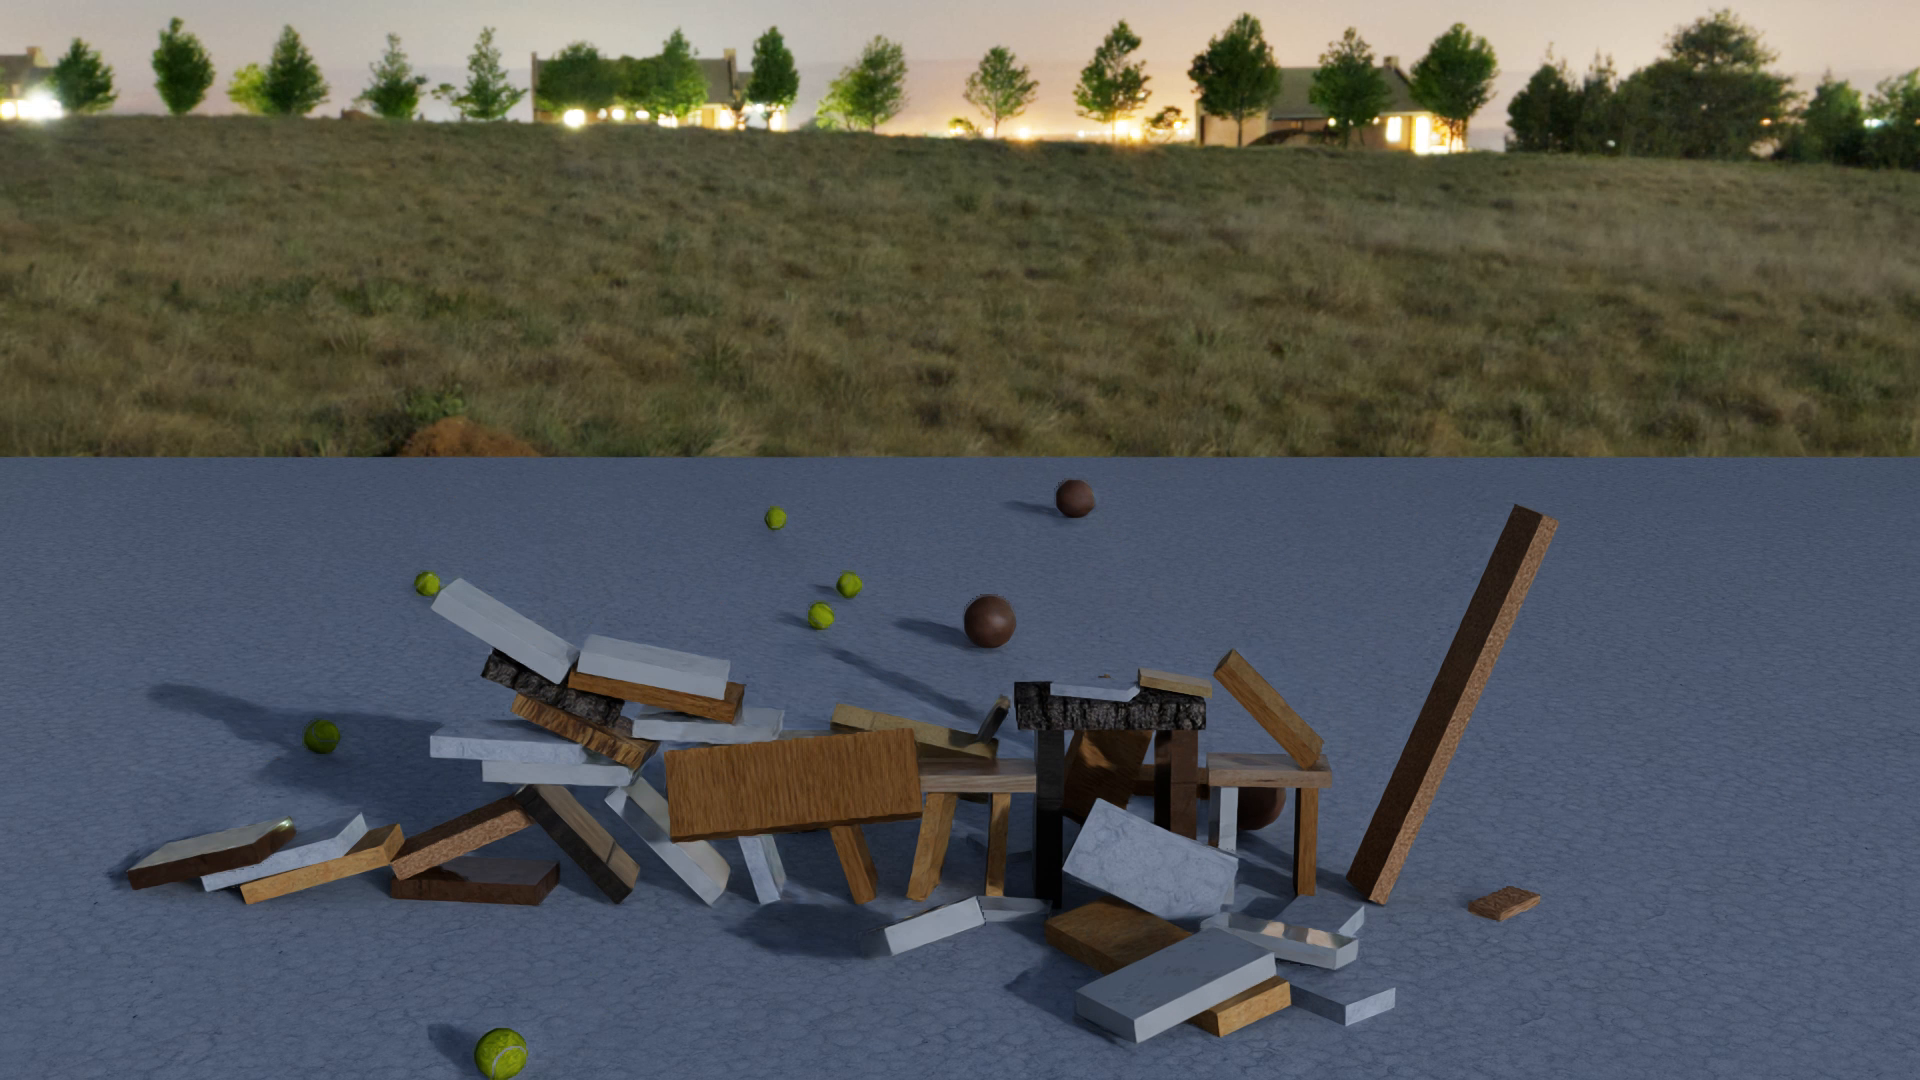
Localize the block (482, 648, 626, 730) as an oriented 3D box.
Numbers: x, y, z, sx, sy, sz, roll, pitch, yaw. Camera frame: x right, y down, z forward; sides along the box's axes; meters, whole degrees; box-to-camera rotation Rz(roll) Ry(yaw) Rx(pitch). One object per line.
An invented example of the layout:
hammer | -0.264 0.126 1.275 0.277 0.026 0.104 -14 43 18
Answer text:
block | -0.665 0.238 3.620 0.229 0.033 0.115 23 11 -7

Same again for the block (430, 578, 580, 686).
block | -0.741 0.149 3.609 0.240 0.034 0.120 31 9 -3

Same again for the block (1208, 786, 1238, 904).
block | 0.435 0.493 3.647 0.028 0.199 0.099 0 10 -3

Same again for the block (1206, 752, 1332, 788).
block | 0.509 0.380 3.632 0.199 0.028 0.099 1 11 3

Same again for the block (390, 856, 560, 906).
block | -0.810 0.569 3.685 0.248 0.035 0.124 1 11 8

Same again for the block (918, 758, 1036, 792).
block | 0.024 0.385 3.600 0.199 0.028 0.099 0 11 0

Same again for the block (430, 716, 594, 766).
block | -0.733 0.331 3.630 0.248 0.035 0.124 3 11 6

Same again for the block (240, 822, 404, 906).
block | -1.061 0.539 3.668 0.245 0.035 0.122 -16 11 1

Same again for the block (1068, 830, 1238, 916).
block | 0.306 0.520 3.497 0.242 0.121 0.034 20 4 -4

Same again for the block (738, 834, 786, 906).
block | -0.346 0.474 3.650 0.033 0.235 0.117 -17 10 3

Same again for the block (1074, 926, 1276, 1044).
block | 0.309 0.632 3.140 0.263 0.037 0.131 -18 18 -32

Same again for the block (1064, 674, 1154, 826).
block | 0.262 0.391 3.968 0.131 0.263 0.037 32 -26 -20

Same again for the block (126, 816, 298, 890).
block | -1.243 0.521 3.657 0.245 0.035 0.122 -13 11 15

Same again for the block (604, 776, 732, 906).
block | -0.483 0.489 3.654 0.035 0.246 0.123 -42 8 7

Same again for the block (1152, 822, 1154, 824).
block | 0.339 0.532 3.935 0.063 0.018 0.126 1 11 4

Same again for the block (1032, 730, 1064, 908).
block | 0.146 0.441 3.644 0.043 0.302 0.151 0 11 0

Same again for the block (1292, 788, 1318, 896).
block | 0.573 0.492 3.649 0.028 0.199 0.099 1 11 4

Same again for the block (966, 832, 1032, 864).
block | 0.068 0.542 3.877 0.063 0.018 0.126 -5 12 -26

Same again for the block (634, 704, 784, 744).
block | -0.414 0.303 3.630 0.229 0.033 0.115 3 11 3

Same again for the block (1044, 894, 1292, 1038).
block | 0.303 0.630 3.292 0.131 0.037 0.432 -17 17 -29

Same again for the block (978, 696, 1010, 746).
block | 0.057 0.298 3.655 0.019 0.066 0.131 33 5 0

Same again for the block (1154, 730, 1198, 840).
block | 0.356 0.440 3.646 0.043 0.302 0.151 -1 11 -5

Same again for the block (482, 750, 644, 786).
block | -0.652 0.369 3.631 0.246 0.035 0.123 2 11 0

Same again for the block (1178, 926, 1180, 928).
block | 0.346 0.631 3.394 0.063 0.018 0.133 -6 12 -22

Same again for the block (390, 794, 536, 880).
block | -0.818 0.487 3.675 0.248 0.035 0.124 -23 10 2

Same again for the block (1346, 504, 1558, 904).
block | 0.809 0.270 3.628 0.030 0.688 0.107 22 6 -14

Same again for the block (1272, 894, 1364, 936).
block | 0.550 0.613 3.461 0.108 0.031 0.216 6 12 27

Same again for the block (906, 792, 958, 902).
block | -0.042 0.491 3.652 0.028 0.199 0.099 15 14 14

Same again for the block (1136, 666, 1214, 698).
block | 0.352 0.234 3.606 0.119 0.017 0.059 10 10 -2

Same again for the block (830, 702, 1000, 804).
block | -0.081 0.363 3.725 0.280 0.140 0.040 13 50 4

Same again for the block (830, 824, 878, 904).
block | -0.191 0.475 3.650 0.033 0.235 0.117 -18 10 3

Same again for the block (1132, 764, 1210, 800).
block | 0.415 0.467 4.249 0.214 0.030 0.107 2 11 11

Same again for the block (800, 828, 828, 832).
block | -0.290 0.490 4.116 0.121 0.034 0.242 -6 12 -28

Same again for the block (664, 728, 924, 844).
block | -0.265 0.390 3.504 0.398 0.140 0.040 -5 -22 -7

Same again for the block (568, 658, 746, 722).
block | -0.499 0.241 3.635 0.274 0.034 0.120 12 11 0

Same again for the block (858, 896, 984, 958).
block | -0.062 0.577 3.266 0.140 0.040 0.280 -17 -8 -14

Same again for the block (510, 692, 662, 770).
block | -0.611 0.301 3.613 0.229 0.033 0.115 25 12 3

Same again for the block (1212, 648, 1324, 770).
block | 0.511 0.278 3.630 0.216 0.031 0.108 46 17 2

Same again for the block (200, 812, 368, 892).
block | -1.127 0.521 3.671 0.245 0.035 0.122 -15 11 7

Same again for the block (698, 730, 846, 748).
block | -0.308 0.343 3.623 0.235 0.033 0.117 0 11 0

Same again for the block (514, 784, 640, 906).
block | -0.634 0.487 3.652 0.035 0.246 0.123 -41 9 5

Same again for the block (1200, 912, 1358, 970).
block | 0.480 0.603 3.314 0.214 0.030 0.107 7 3 27

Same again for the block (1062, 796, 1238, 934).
block | 0.294 0.508 3.413 0.242 0.121 0.034 26 13 2

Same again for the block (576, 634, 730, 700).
block | -0.502 0.208 3.621 0.240 0.034 0.120 11 11 -5

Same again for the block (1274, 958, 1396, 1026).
block | 0.521 0.654 3.238 0.108 0.031 0.216 -9 14 -39

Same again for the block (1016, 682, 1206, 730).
block | 0.244 0.271 3.610 0.302 0.043 0.151 0 11 0

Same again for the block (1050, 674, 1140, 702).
block | 0.221 0.242 3.599 0.131 0.019 0.066 4 11 21

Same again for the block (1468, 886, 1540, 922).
block | 0.892 0.595 3.597 0.119 0.017 0.059 -10 14 -43

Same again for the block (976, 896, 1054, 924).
block | 0.083 0.600 3.566 0.131 0.019 0.066 2 11 9

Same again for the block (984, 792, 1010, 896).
block | 0.063 0.491 3.655 0.028 0.199 0.099 4 11 -1
